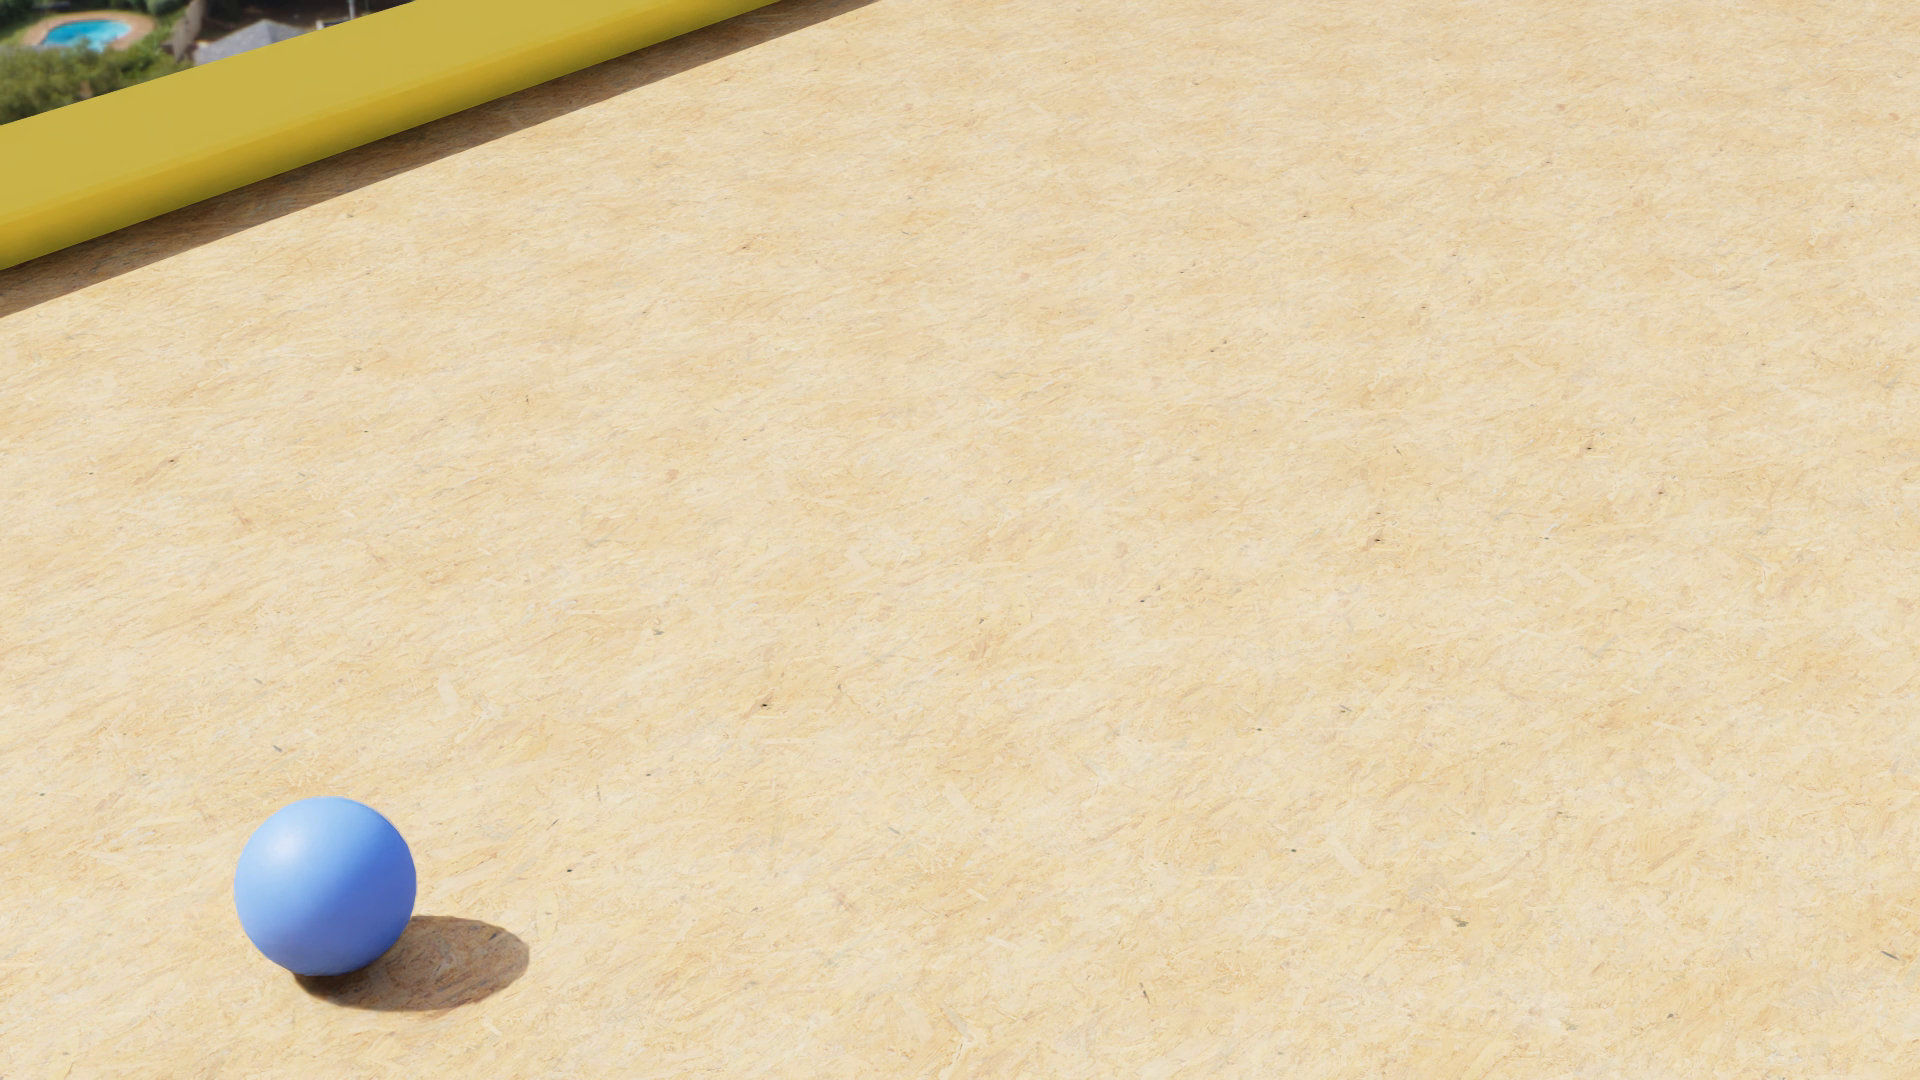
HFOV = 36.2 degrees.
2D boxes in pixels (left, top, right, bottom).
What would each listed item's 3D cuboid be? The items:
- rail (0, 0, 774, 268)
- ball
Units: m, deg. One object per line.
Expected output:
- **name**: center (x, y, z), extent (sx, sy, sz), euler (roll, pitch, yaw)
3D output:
- **rail**: center (-0.258, -0.570, 2.983), extent (0.045, 0.114, 3.677), euler (16, 30, 31)
- **ball**: center (-0.310, 0.170, 1.439), extent (0.088, 0.088, 0.088), euler (0, 25, 0)
